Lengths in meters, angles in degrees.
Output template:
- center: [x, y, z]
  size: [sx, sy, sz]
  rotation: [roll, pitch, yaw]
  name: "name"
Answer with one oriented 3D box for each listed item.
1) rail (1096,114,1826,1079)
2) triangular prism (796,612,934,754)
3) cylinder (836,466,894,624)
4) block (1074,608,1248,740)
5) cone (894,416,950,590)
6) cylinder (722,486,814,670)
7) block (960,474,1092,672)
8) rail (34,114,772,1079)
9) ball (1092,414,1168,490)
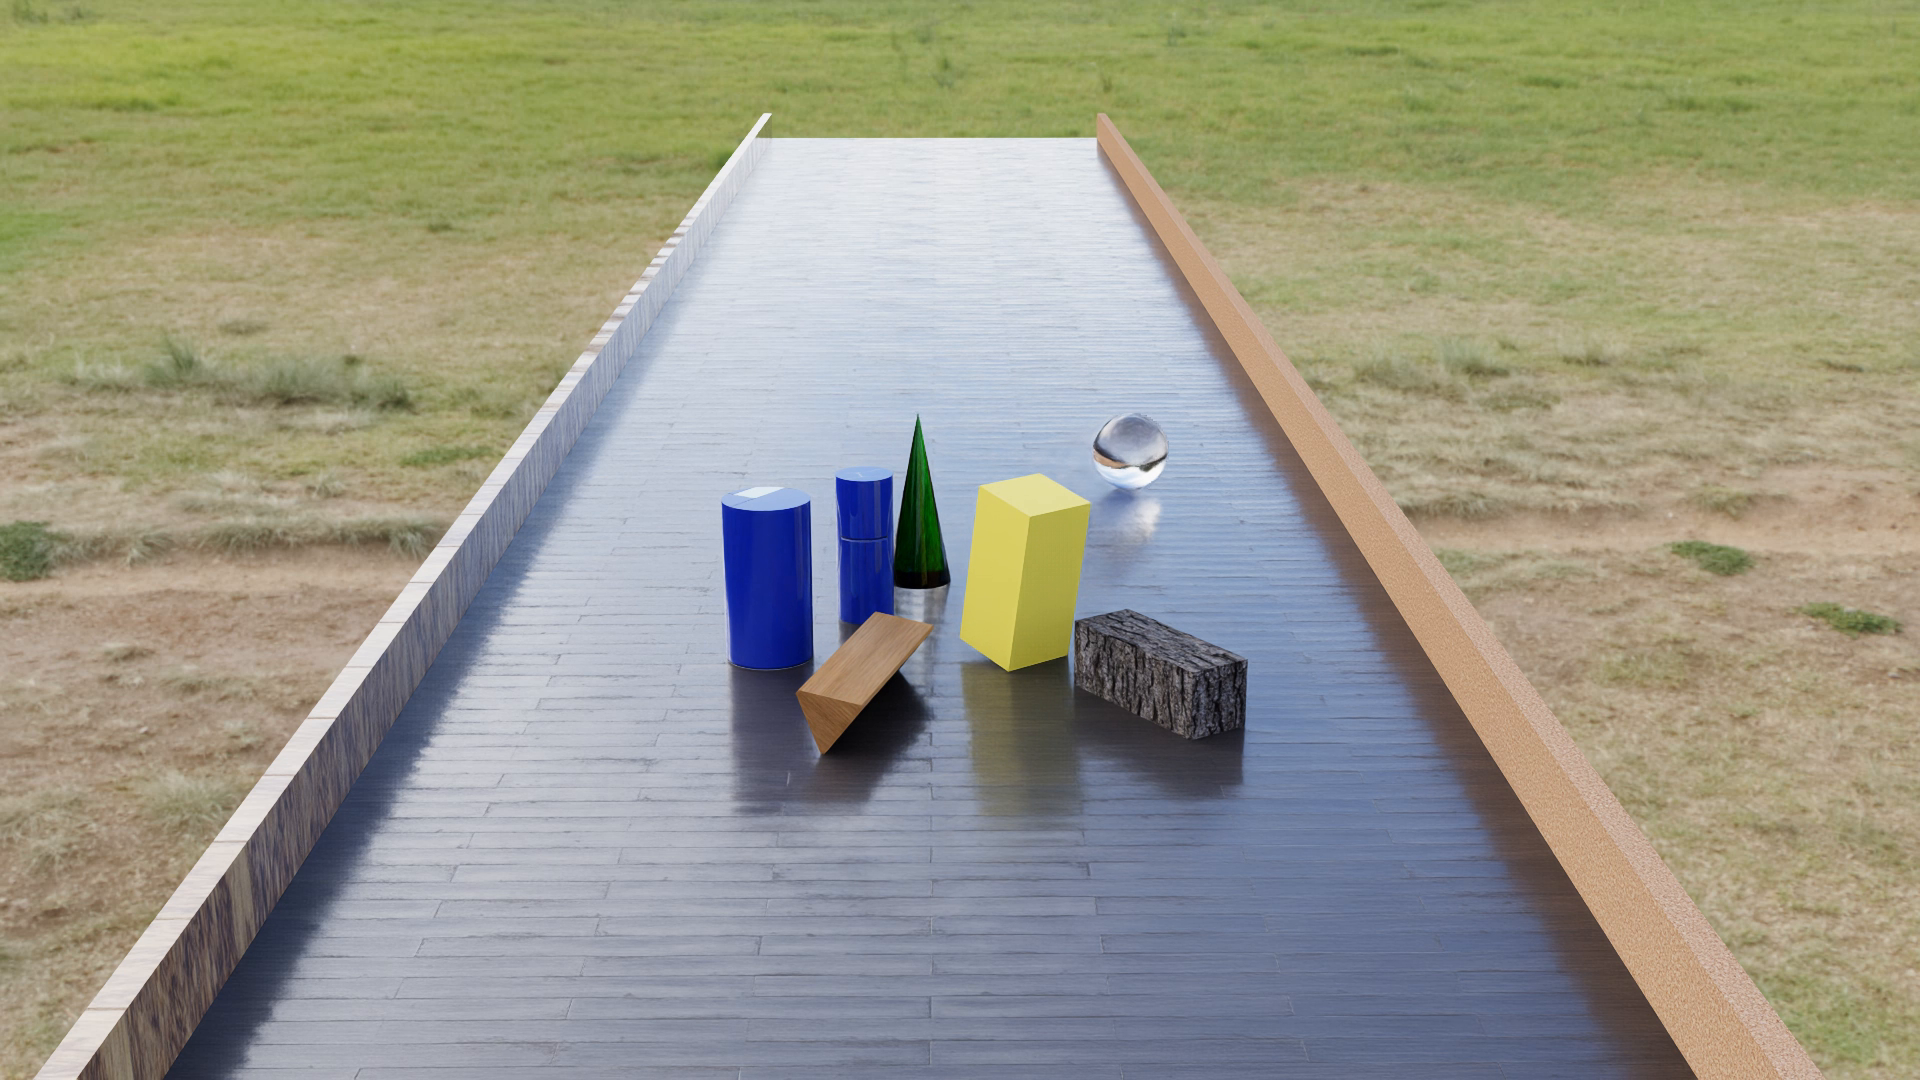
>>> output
- center: [0.932, -0.844, 7.801]
  size: [0.050, 0.150, 12.000]
  rotation: [0, 17, -1]
  name: "rail"
- center: [-0.190, 0.242, 4.127]
  size: [0.108, 0.124, 0.458]
  rotation: [41, 22, 1]
  name: "triangular prism"
- center: [-0.201, 0.011, 4.643]
  size: [0.121, 0.312, 0.121]
  rotation: [0, 17, 0]
  name: "cylinder"
- center: [0.374, 0.250, 4.158]
  size: [0.131, 0.131, 0.354]
  rotation: [-11, 20, -32]
  name: "block"
- center: [-0.092, -0.097, 4.875]
  size: [0.144, 0.387, 0.144]
  rotation: [0, 17, 0]
  name: "cone"
- center: [-0.384, 0.076, 4.396]
  size: [0.177, 0.329, 0.177]
  rotation: [0, 17, 0]
  name: "cylinder"
- center: [0.128, 0.063, 4.381]
  size: [0.157, 0.338, 0.157]
  rotation: [-13, 31, -37]
  name: "block"
- center: [-1.118, -0.838, 7.780]
  size: [0.050, 0.150, 12.000]
  rotation: [0, 17, -1]
  name: "rail"
- center: [0.436, -0.226, 5.650]
  size: [0.191, 0.191, 0.191]
  rotation: [0, 17, 0]
  name: "ball"
